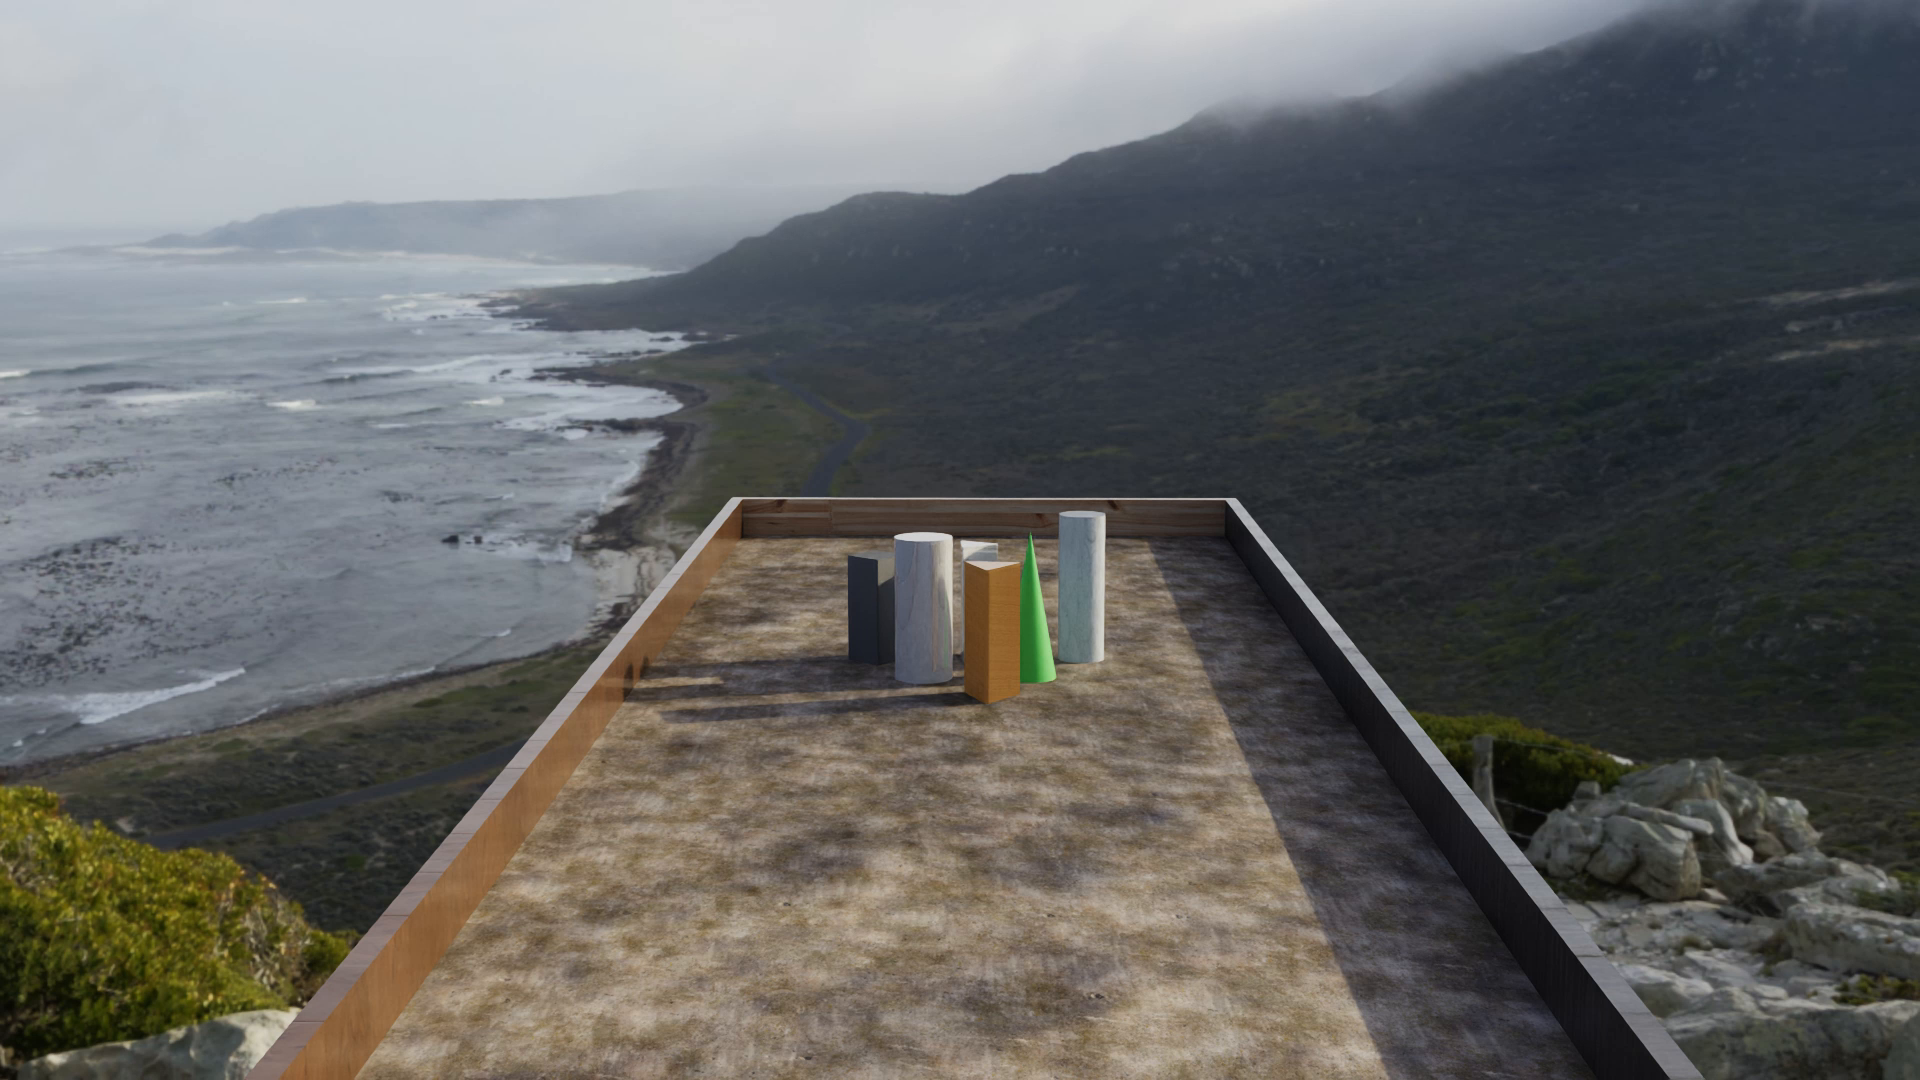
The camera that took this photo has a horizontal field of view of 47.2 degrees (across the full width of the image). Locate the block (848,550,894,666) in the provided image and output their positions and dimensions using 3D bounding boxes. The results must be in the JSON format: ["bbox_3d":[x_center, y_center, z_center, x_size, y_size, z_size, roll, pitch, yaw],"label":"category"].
[{"bbox_3d":[-0.251,0.205,6.685,0.126,0.323,0.126,8,12,41],"label":"block"}]

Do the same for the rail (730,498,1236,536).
[{"bbox_3d":[0.099,-0.098,9.147,2.100,0.150,0.050,0,9,1],"label":"rail"}]

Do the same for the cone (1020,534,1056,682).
[{"bbox_3d":[0.205,0.188,6.432,0.157,0.436,0.157,0,9,0],"label":"cone"}]

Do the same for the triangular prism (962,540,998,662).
[{"bbox_3d":[0.033,0.184,6.719,0.126,0.354,0.109,-5,10,-31],"label":"triangular prism"}]

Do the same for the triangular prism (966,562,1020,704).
[{"bbox_3d":[0.069,0.253,6.202,0.135,0.378,0.156,7,11,37],"label":"triangular prism"}]

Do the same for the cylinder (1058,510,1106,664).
[{"bbox_3d":[0.370,0.142,6.690,0.141,0.446,0.141,0,9,0],"label":"cylinder"}]

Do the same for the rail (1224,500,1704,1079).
[{"bbox_3d":[1.046,0.843,3.208,0.050,0.150,12.000,0,9,1],"label":"rail"}]

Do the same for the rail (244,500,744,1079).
[{"bbox_3d":[-1.004,0.839,3.234,0.050,0.150,12.000,0,9,1],"label":"rail"}]

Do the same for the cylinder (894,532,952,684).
[{"bbox_3d":[-0.106,0.197,6.429,0.170,0.418,0.170,0,9,0],"label":"cylinder"}]
